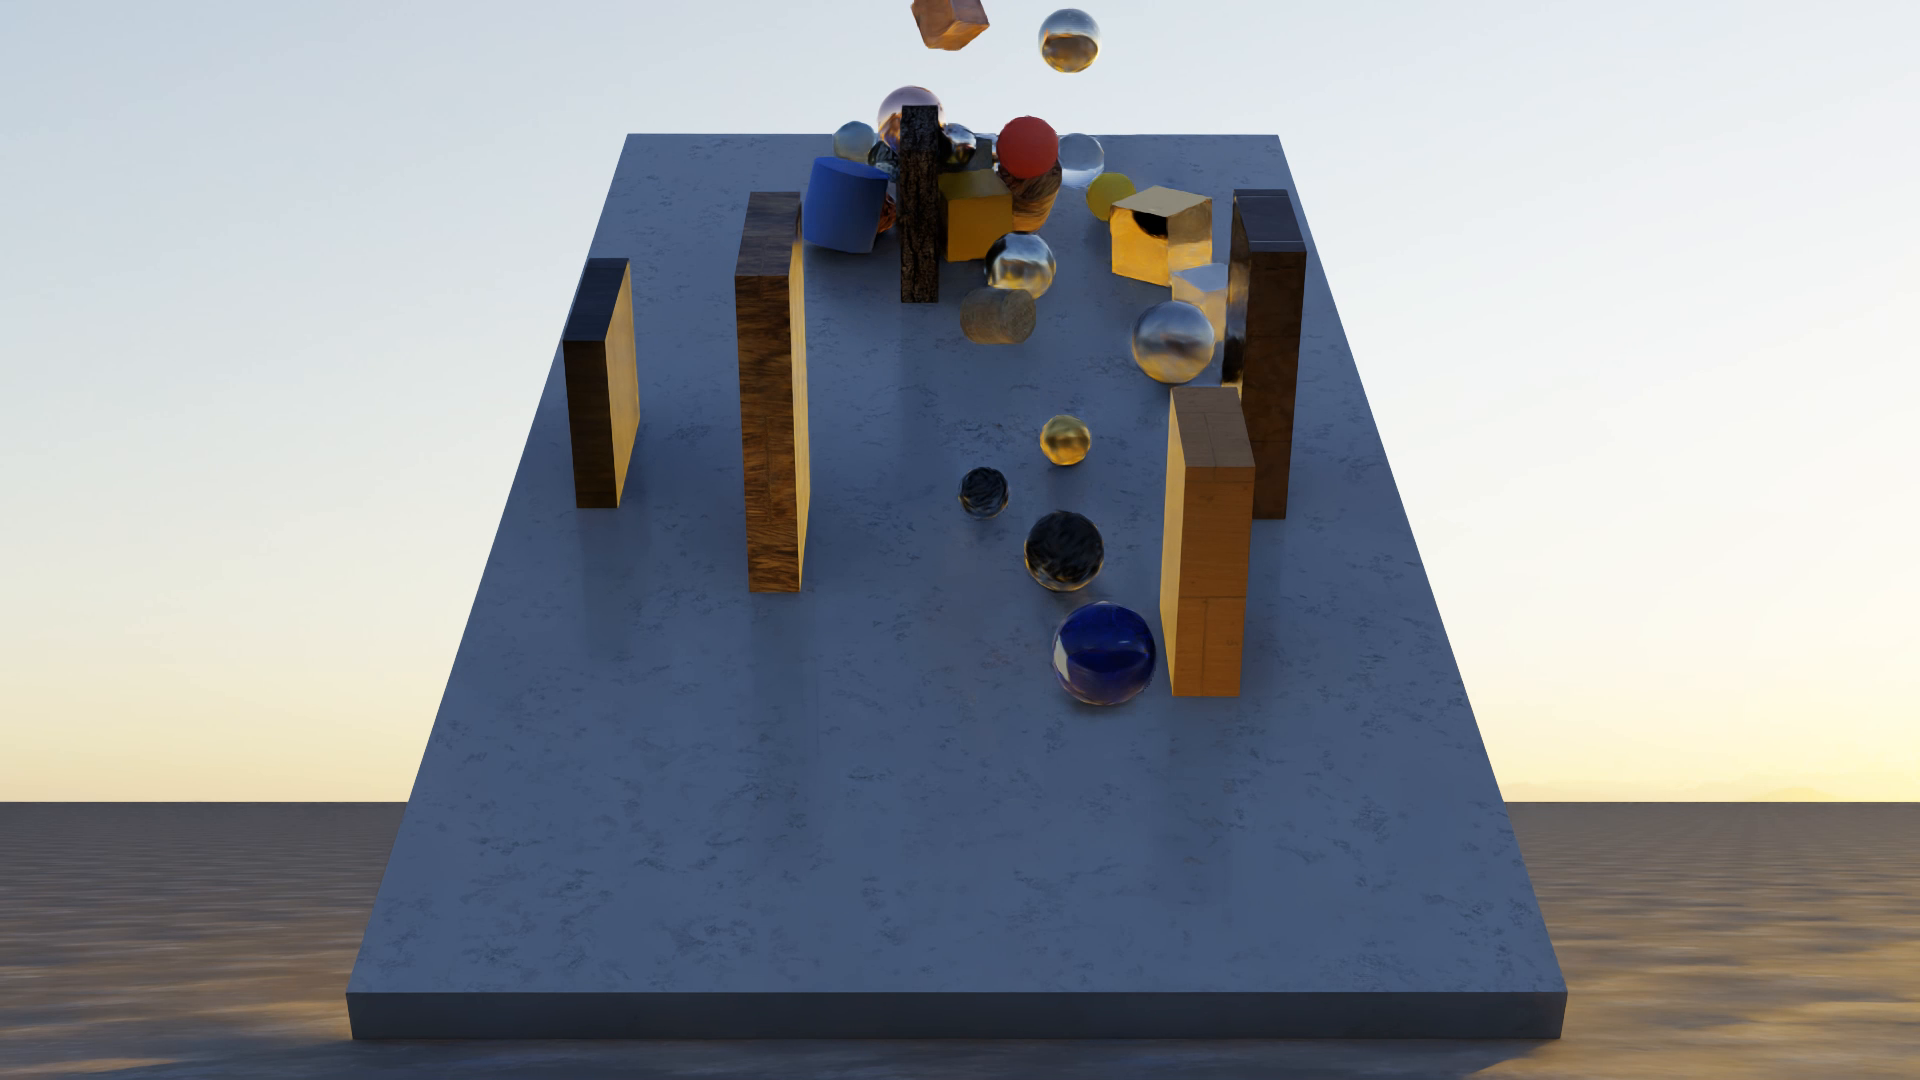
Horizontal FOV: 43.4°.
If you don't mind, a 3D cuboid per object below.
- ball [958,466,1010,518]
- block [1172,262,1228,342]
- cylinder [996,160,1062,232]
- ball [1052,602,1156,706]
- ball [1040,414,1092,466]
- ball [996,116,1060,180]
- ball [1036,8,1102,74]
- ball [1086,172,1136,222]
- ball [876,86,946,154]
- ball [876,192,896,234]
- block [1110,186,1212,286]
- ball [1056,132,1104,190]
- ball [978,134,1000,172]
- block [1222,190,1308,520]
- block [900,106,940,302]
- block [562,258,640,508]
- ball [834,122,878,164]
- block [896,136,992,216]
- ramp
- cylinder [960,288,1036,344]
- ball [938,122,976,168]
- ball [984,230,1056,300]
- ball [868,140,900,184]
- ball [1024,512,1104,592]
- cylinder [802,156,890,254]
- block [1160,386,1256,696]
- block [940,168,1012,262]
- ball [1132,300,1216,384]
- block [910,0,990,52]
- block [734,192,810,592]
[{"bbox_3d":[0.052,-0.104,5.303,0.115,0.115,0.115,0,-6,0],"label":"ball"},{"bbox_3d":[0.639,-0.603,6.148,0.146,0.146,0.146,-15,33,-25],"label":"block"},{"bbox_3d":[0.178,-0.970,6.683,0.177,0.177,0.177,1,-24,-11],"label":"cylinder"},{"bbox_3d":[0.277,0.219,4.655,0.201,0.201,0.201,0,-6,0],"label":"ball"},{"bbox_3d":[0.241,-0.229,5.521,0.117,0.117,0.117,0,-6,0],"label":"ball"},{"bbox_3d":[0.182,-1.055,6.487,0.169,0.169,0.169,0,-6,0],"label":"ball"},{"bbox_3d":[0.313,-1.424,6.885,0.186,0.186,0.186,0,-6,0],"label":"ball"},{"bbox_3d":[0.426,-0.964,6.781,0.141,0.141,0.141,0,-6,0],"label":"ball"},{"bbox_3d":[-0.131,-1.132,6.515,0.187,0.187,0.187,0,-6,0],"label":"ball"},{"bbox_3d":[-0.236,-0.914,6.711,0.121,0.121,0.121,0,-6,0],"label":"ball"},{"bbox_3d":[0.540,-0.814,6.451,0.192,0.192,0.192,20,35,39],"label":"block"},{"bbox_3d":[0.338,-1.099,6.995,0.162,0.162,0.162,0,-6,0],"label":"ball"},{"bbox_3d":[0.077,-1.117,7.049,0.139,0.139,0.139,0,-6,0],"label":"ball"},{"bbox_3d":[0.660,-0.409,5.315,0.116,0.636,0.350,0,30,0],"label":"block"},{"bbox_3d":[-0.105,-0.886,6.359,0.099,0.423,0.329,0,30,0],"label":"block"},{"bbox_3d":[-0.805,-0.359,5.447,0.091,0.410,0.445,0,30,0],"label":"block"},{"bbox_3d":[-0.309,-1.174,7.151,0.133,0.133,0.133,0,-6,0],"label":"ball"},{"bbox_3d":[-0.046,-1.025,6.827,0.199,0.199,0.199,16,33,26],"label":"block"},{"bbox_3d":[-0.013,-0.211,5.707,2.000,0.100,4.000,0,30,0],"label":"ramp"},{"bbox_3d":[0.094,-0.556,5.971,0.135,0.135,0.135,6,-1,42],"label":"cylinder"},{"bbox_3d":[-0.018,-1.080,6.610,0.124,0.124,0.124,0,-6,0],"label":"ball"},{"bbox_3d":[0.157,-0.713,6.295,0.186,0.186,0.186,0,-6,0],"label":"ball"},{"bbox_3d":[-0.192,-1.053,6.690,0.126,0.126,0.126,0,-6,0],"label":"ball"},{"bbox_3d":[0.217,0.024,5.029,0.168,0.168,0.168,0,-6,0],"label":"ball"},{"bbox_3d":[-0.316,-0.912,6.566,0.208,0.208,0.208,13,18,-4],"label":"cylinder"},{"bbox_3d":[0.480,0.002,4.727,0.129,0.507,0.334,0,30,0],"label":"block"},{"bbox_3d":[0.028,-0.887,6.587,0.181,0.181,0.181,-8,32,-15],"label":"block"},{"bbox_3d":[0.519,-0.483,5.879,0.204,0.204,0.204,0,-6,0],"label":"ball"},{"bbox_3d":[-0.028,-1.483,6.826,0.137,0.137,0.137,-6,-19,-48],"label":"block"},{"bbox_3d":[-0.388,-0.311,5.056,0.105,0.718,0.439,0,30,0],"label":"block"}]
